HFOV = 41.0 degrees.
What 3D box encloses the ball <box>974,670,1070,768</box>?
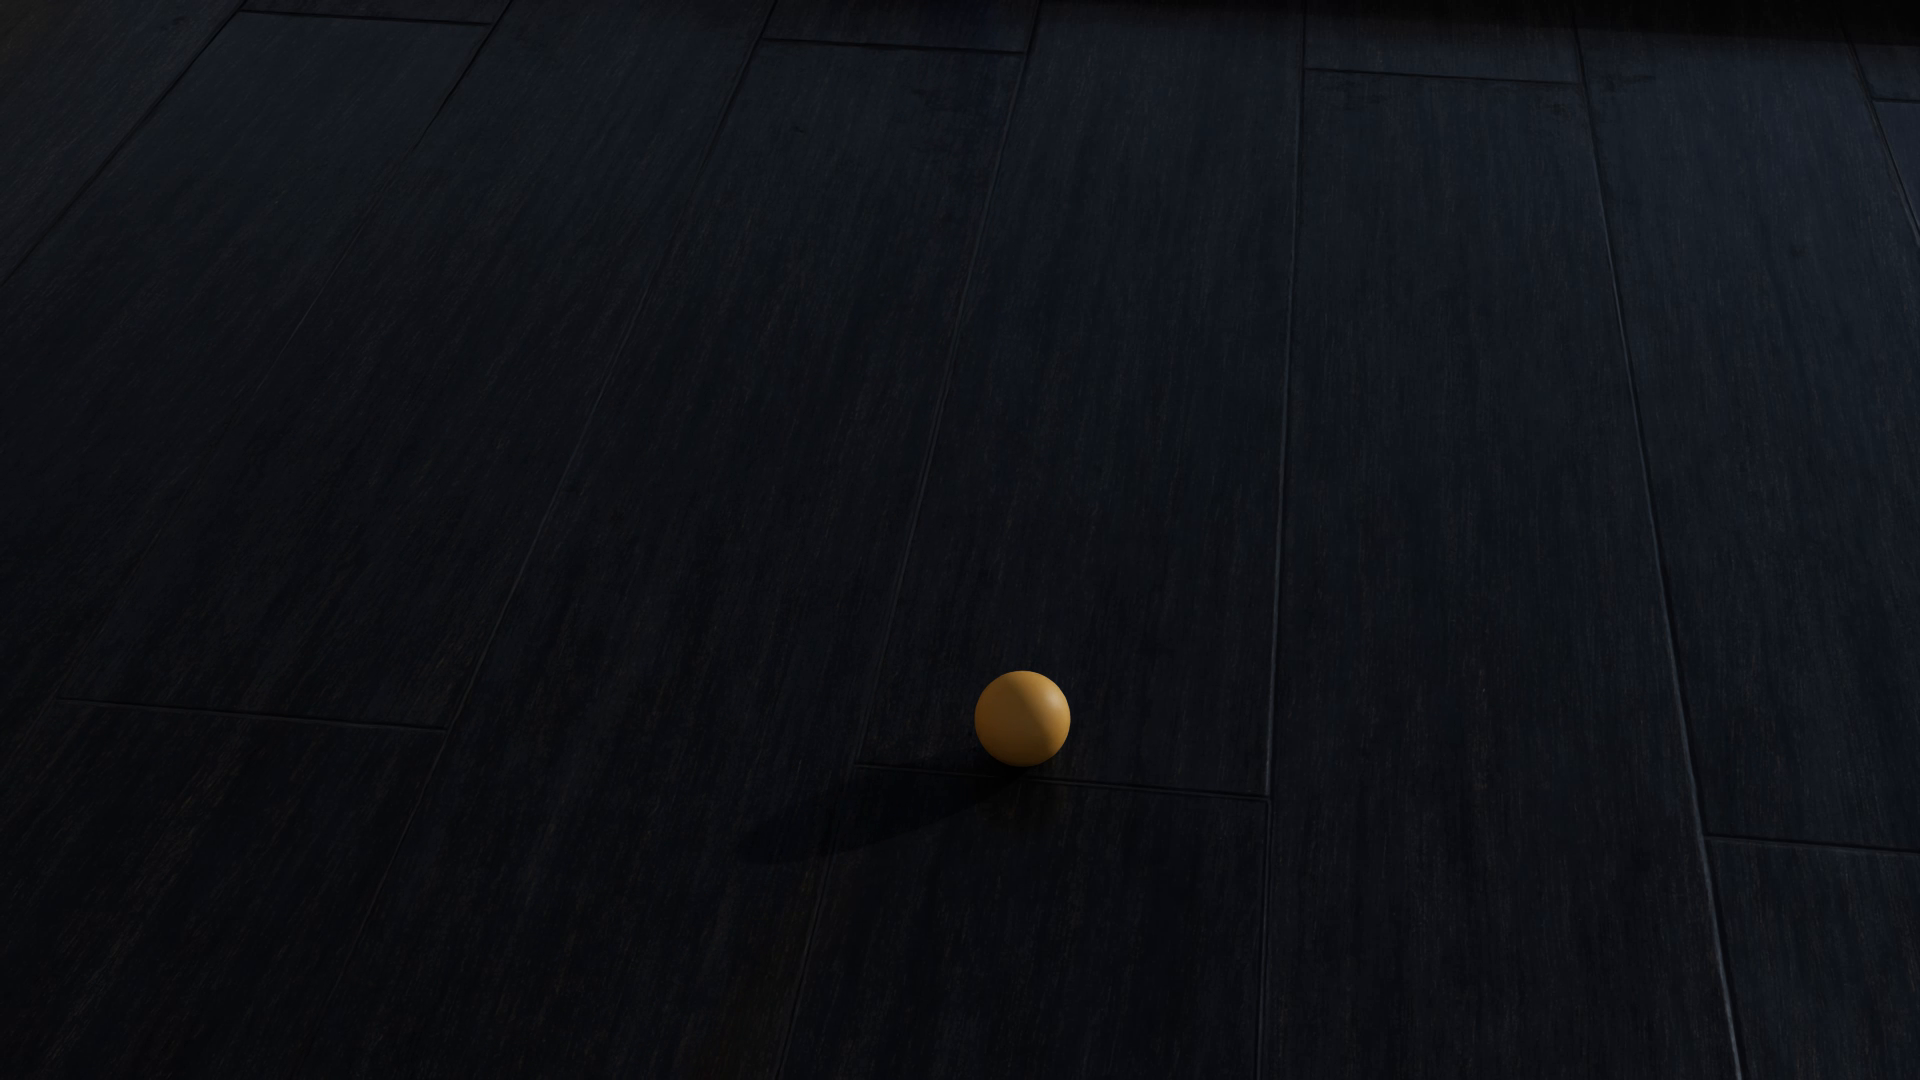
[{"bbox_3d":[0.037,0.107,1.529,0.057,0.057,0.057,0,36,0],"label":"ball"}]
